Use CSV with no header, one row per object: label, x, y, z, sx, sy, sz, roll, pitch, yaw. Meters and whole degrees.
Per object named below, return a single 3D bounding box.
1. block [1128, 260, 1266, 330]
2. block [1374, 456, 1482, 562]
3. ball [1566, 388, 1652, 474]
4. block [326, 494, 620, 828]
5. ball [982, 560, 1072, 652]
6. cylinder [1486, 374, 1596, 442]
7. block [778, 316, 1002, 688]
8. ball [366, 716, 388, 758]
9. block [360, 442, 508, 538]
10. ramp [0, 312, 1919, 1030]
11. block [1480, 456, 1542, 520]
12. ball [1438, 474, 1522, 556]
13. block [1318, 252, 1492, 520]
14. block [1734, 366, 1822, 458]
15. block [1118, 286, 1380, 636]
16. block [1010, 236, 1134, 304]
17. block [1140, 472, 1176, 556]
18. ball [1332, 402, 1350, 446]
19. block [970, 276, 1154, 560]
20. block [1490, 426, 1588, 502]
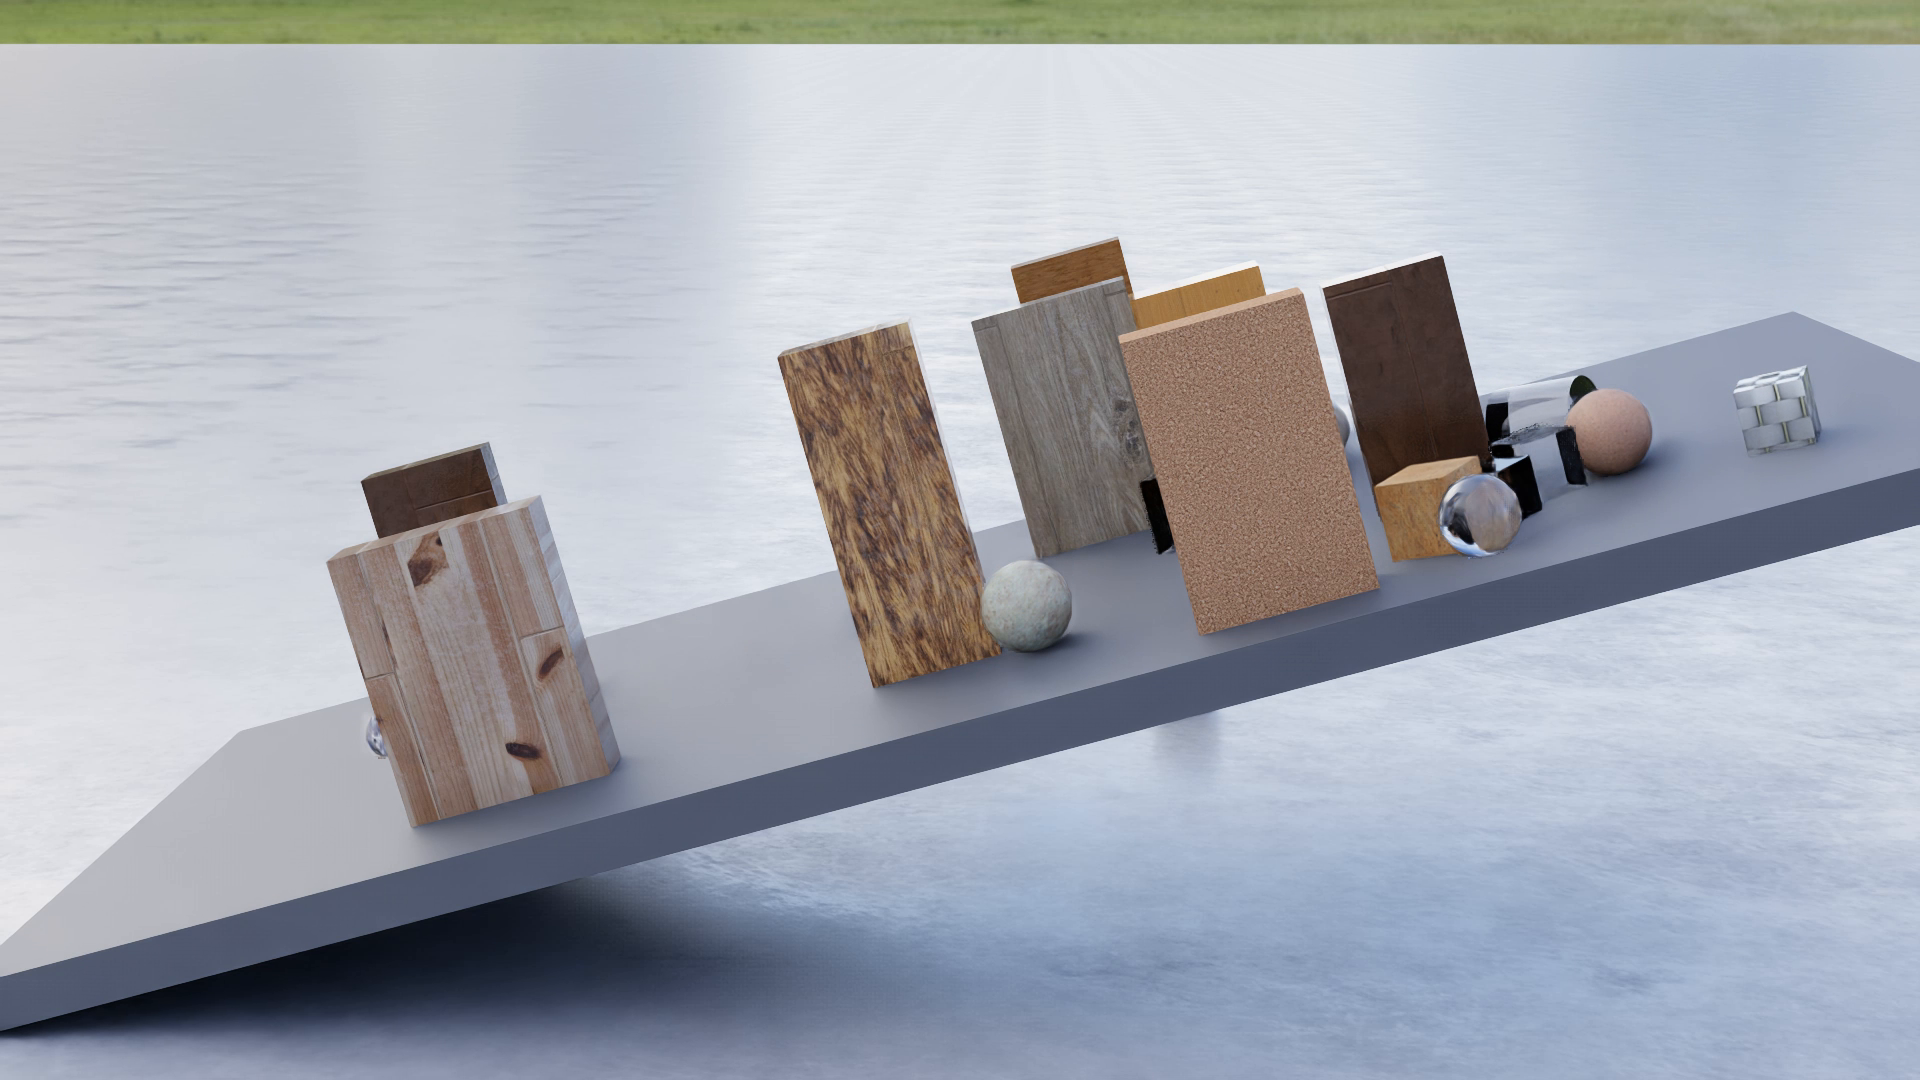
block,0.555,-0.335,6.722,0.386,0.513,0.147,-15,9,4
block,0.912,-0.060,5.642,0.151,0.151,0.151,-8,12,38
ball,1.292,-0.216,5.861,0.172,0.172,0.172,0,10,0
block,-0.950,0.237,5.772,0.410,0.549,0.142,-15,9,4
ball,0.131,0.128,5.751,0.179,0.179,0.179,0,10,0
cylinder,1.210,-0.235,6.068,0.184,0.184,0.184,-9,3,36
block,-0.135,-0.075,5.829,0.264,0.683,0.119,-15,9,4
ball,-1.262,0.428,6.519,0.108,0.108,0.108,0,10,0
block,-1.062,0.128,6.356,0.269,0.625,0.099,-15,9,4
ramp,0.084,0.189,6.326,4.000,0.100,2.000,-15,9,4
block,1.047,-0.092,5.732,0.110,0.110,0.110,-24,12,-41
ball,0.965,-0.046,5.464,0.154,0.154,0.154,0,10,0
block,0.924,-0.316,6.047,0.251,0.498,0.099,-15,9,4
block,1.585,-0.250,5.699,0.130,0.130,0.130,-12,10,23
block,0.538,-0.147,5.490,0.346,0.568,0.129,-15,9,4
block,0.333,-0.388,7.056,0.266,0.624,0.093,-15,9,4
block,0.513,-0.081,6.372,0.168,0.168,0.168,-11,10,25
ball,0.840,-0.258,6.909,0.150,0.150,0.150,0,10,0
block,0.273,-0.278,6.699,0.357,0.564,0.086,-15,9,4
block,1.152,-0.150,5.860,0.122,0.122,0.122,-19,10,-18
